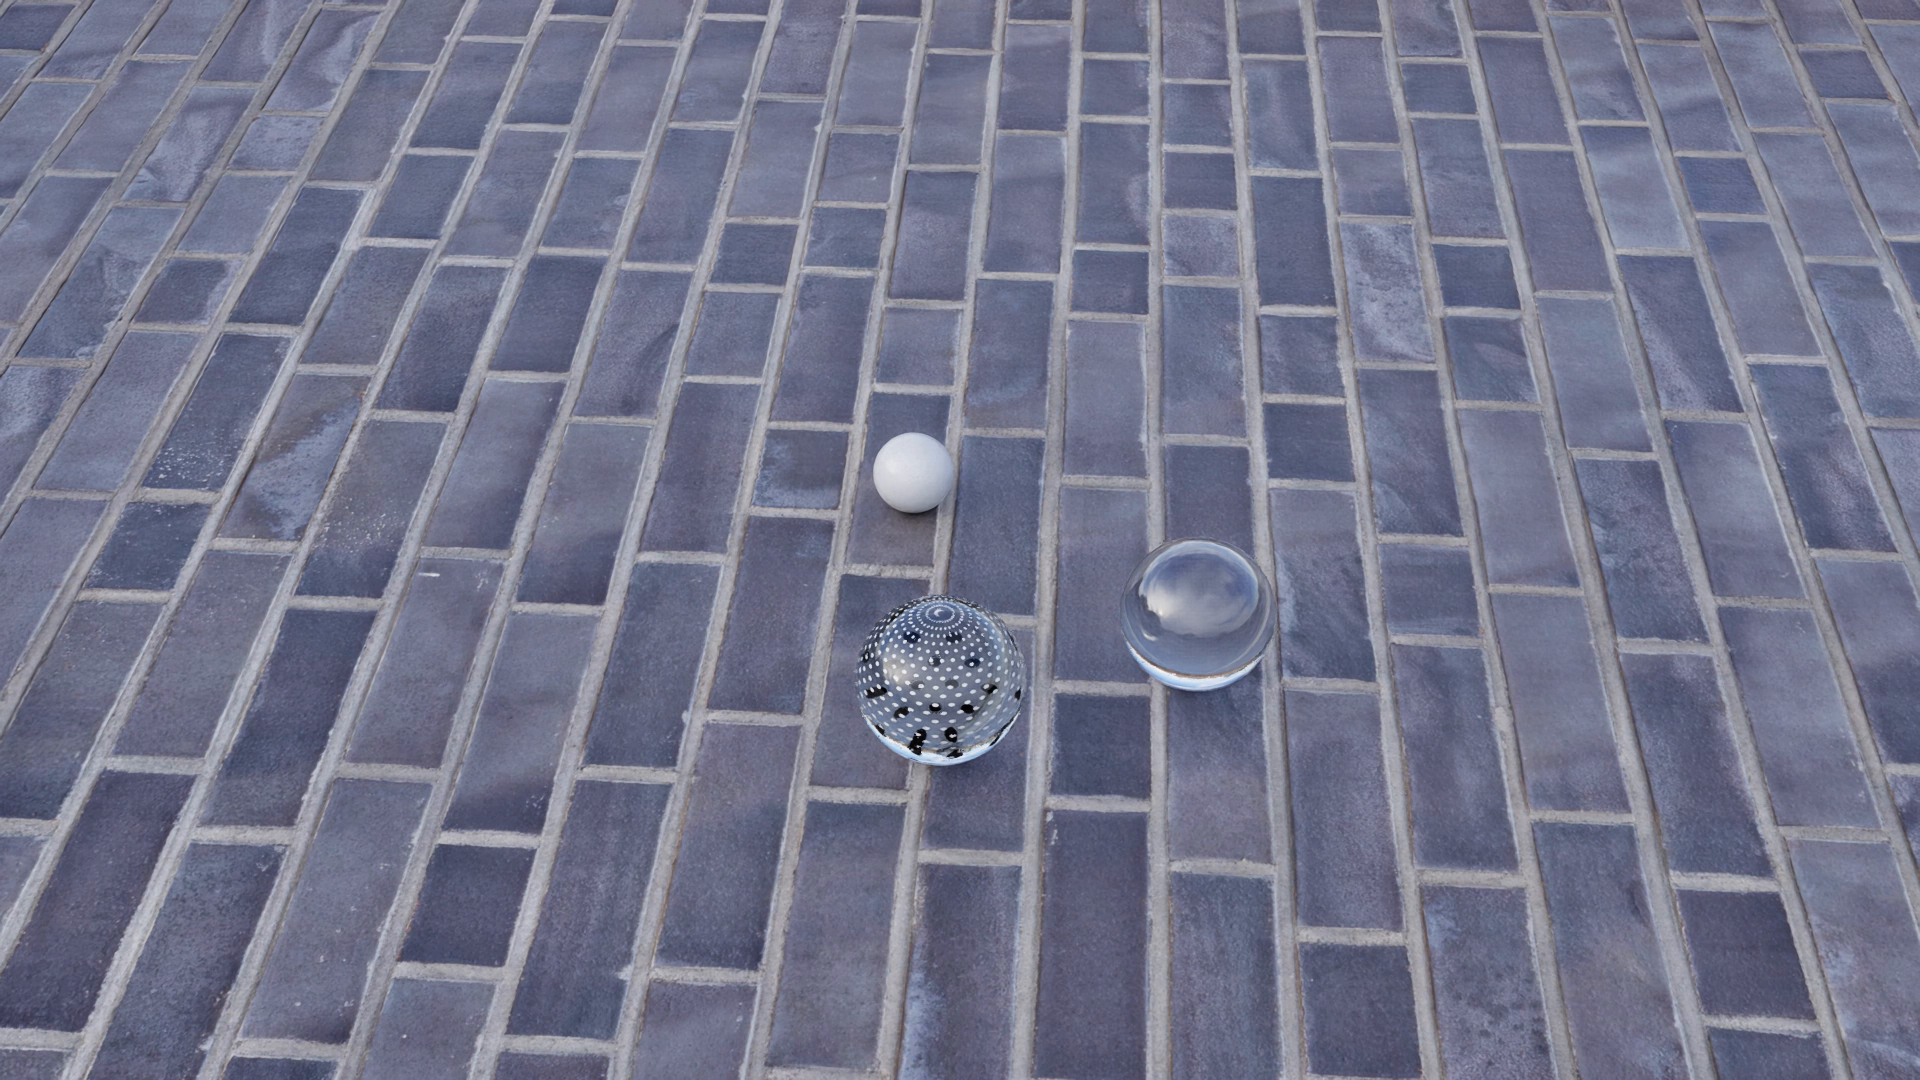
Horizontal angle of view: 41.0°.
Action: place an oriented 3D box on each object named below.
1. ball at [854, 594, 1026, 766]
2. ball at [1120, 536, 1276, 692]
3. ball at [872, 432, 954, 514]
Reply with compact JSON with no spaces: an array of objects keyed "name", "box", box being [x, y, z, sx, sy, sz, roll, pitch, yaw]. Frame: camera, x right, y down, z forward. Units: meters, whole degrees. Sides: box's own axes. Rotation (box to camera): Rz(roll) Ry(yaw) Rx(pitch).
[{"name":"ball","box":[-0.011,0.078,1.426,0.095,0.095,0.095,0,37,0]},{"name":"ball","box":[0.137,0.043,1.478,0.090,0.090,0.090,0,37,0]},{"name":"ball","box":[-0.029,-0.043,1.625,0.051,0.051,0.051,0,37,0]}]
